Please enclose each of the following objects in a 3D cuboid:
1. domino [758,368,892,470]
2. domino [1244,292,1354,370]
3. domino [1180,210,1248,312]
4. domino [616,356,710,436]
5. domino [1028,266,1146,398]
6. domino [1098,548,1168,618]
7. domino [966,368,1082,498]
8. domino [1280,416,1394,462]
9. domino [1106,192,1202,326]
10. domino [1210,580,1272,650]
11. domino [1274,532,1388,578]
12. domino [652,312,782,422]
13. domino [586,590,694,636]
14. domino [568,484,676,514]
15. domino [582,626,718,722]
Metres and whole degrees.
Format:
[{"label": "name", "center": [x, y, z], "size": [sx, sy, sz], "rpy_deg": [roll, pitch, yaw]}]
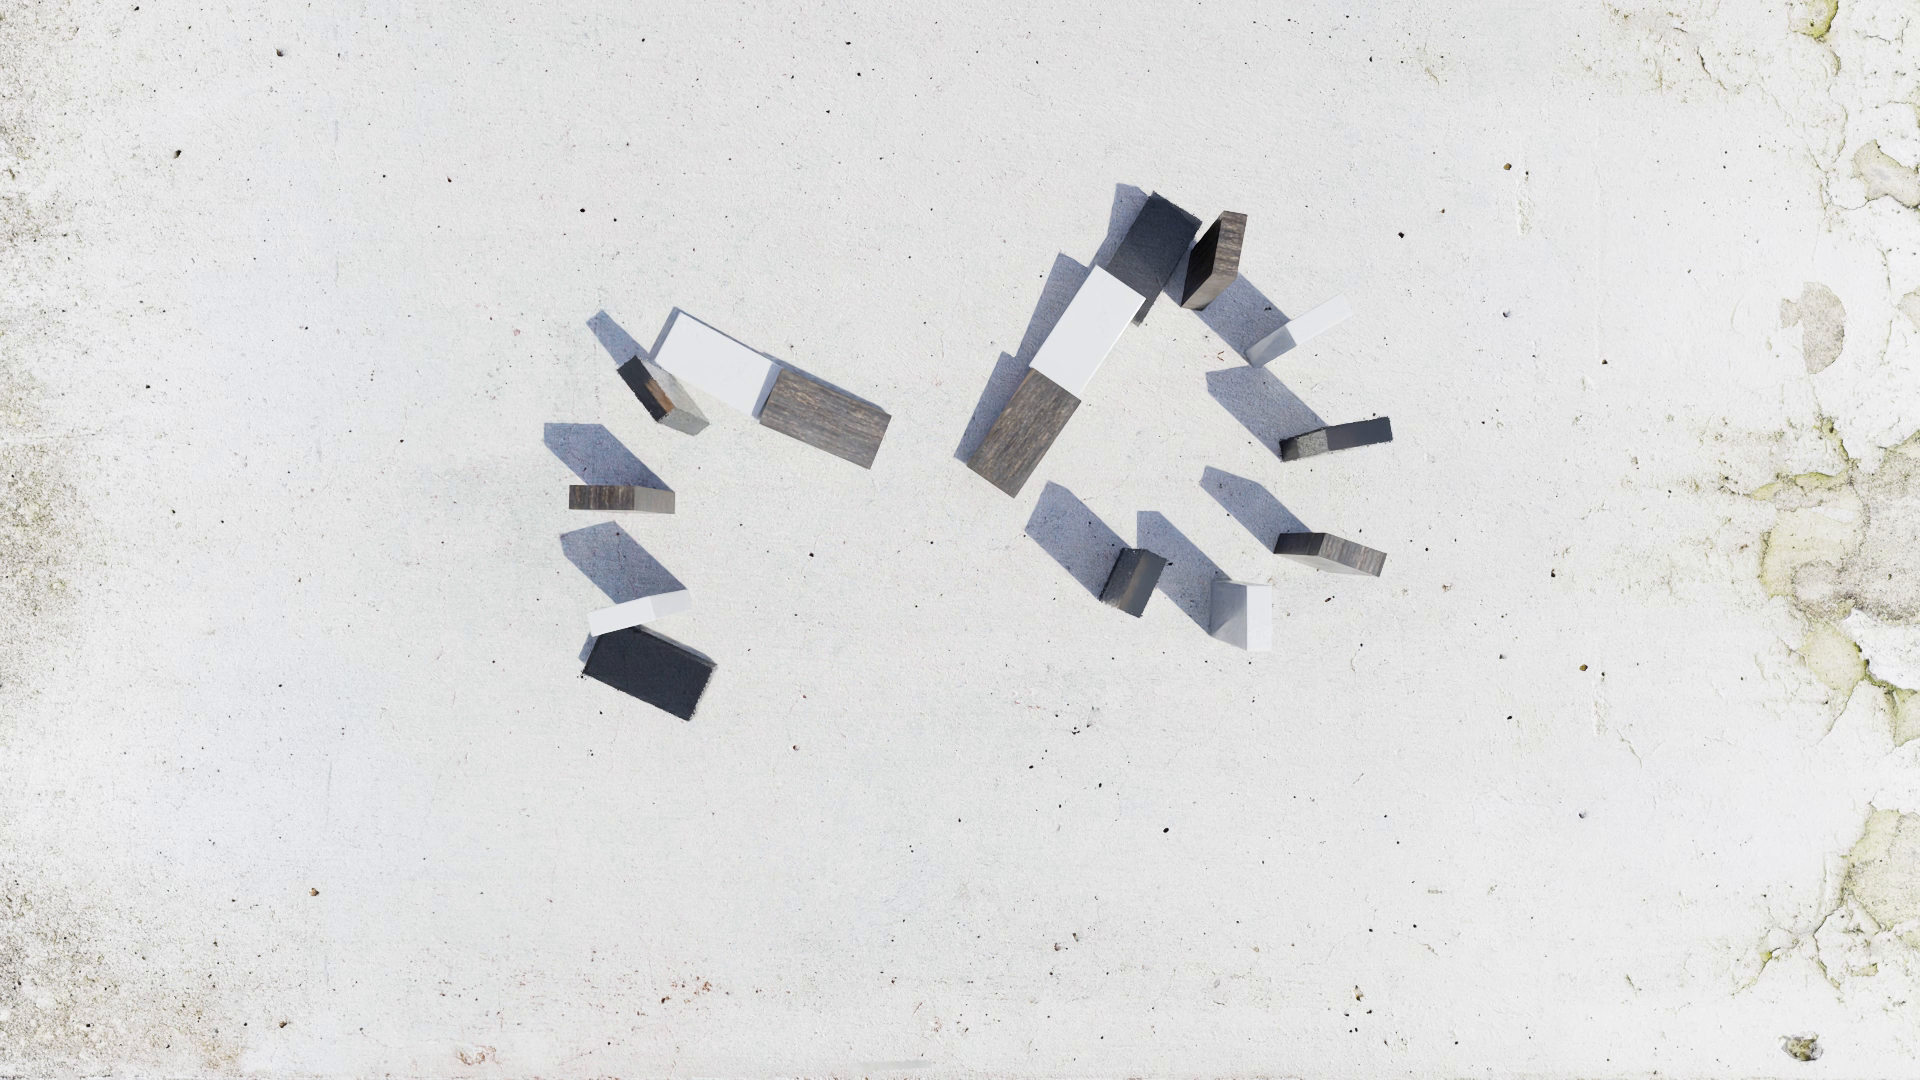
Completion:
[{"label": "domino", "center": [-0.057, -0.051, 0.391], "size": [0.050, 0.009, 0.025], "rpy_deg": [22, 90, -11]}, {"label": "domino", "center": [0.137, -0.085, 0.375], "size": [0.025, 0.050, 0.009], "rpy_deg": [-30, 90, 0]}, {"label": "domino", "center": [0.103, -0.113, 0.375], "size": [0.010, 0.050, 0.025], "rpy_deg": [10, 90, 0]}, {"label": "domino", "center": [-0.120, -0.058, 0.375], "size": [0.009, 0.050, 0.025], "rpy_deg": [-38, 90, 0]}, {"label": "domino", "center": [0.054, -0.088, 0.390], "size": [0.025, 0.009, 0.050], "rpy_deg": [34, 103, 0]}, {"label": "domino", "center": [0.070, 0.017, 0.375], "size": [0.010, 0.050, 0.025], "rpy_deg": [25, 90, 0]}, {"label": "domino", "center": [0.027, -0.045, 0.391], "size": [0.025, 0.009, 0.050], "rpy_deg": [34, 101, 0]}, {"label": "domino", "center": [0.152, -0.041, 0.375], "size": [0.025, 0.050, 0.010], "rpy_deg": [-9, 90, 0]}, {"label": "domino", "center": [0.080, -0.121, 0.395], "size": [0.025, 0.010, 0.050], "rpy_deg": [31, 90, 0]}, {"label": "domino", "center": [0.114, 0.030, 0.375], "size": [0.009, 0.050, 0.025], "rpy_deg": [0, 90, 0]}, {"label": "domino", "center": [0.150, 0.006, 0.375], "size": [0.025, 0.050, 0.009], "rpy_deg": [19, 90, 0]}, {"label": "domino", "center": [-0.103, -0.074, 0.395], "size": [0.050, 0.009, 0.025], "rpy_deg": [28, 90, 0]}, {"label": "domino", "center": [-0.130, 0.029, 0.375], "size": [0.025, 0.050, 0.010], "rpy_deg": [-15, 90, 0]}, {"label": "domino", "center": [-0.137, -0.016, 0.375], "size": [0.025, 0.050, 0.009], "rpy_deg": [1, 90, 0]}, {"label": "domino", "center": [-0.133, 0.056, 0.395], "size": [0.050, 0.009, 0.025], "rpy_deg": [25, 90, 0]}]
